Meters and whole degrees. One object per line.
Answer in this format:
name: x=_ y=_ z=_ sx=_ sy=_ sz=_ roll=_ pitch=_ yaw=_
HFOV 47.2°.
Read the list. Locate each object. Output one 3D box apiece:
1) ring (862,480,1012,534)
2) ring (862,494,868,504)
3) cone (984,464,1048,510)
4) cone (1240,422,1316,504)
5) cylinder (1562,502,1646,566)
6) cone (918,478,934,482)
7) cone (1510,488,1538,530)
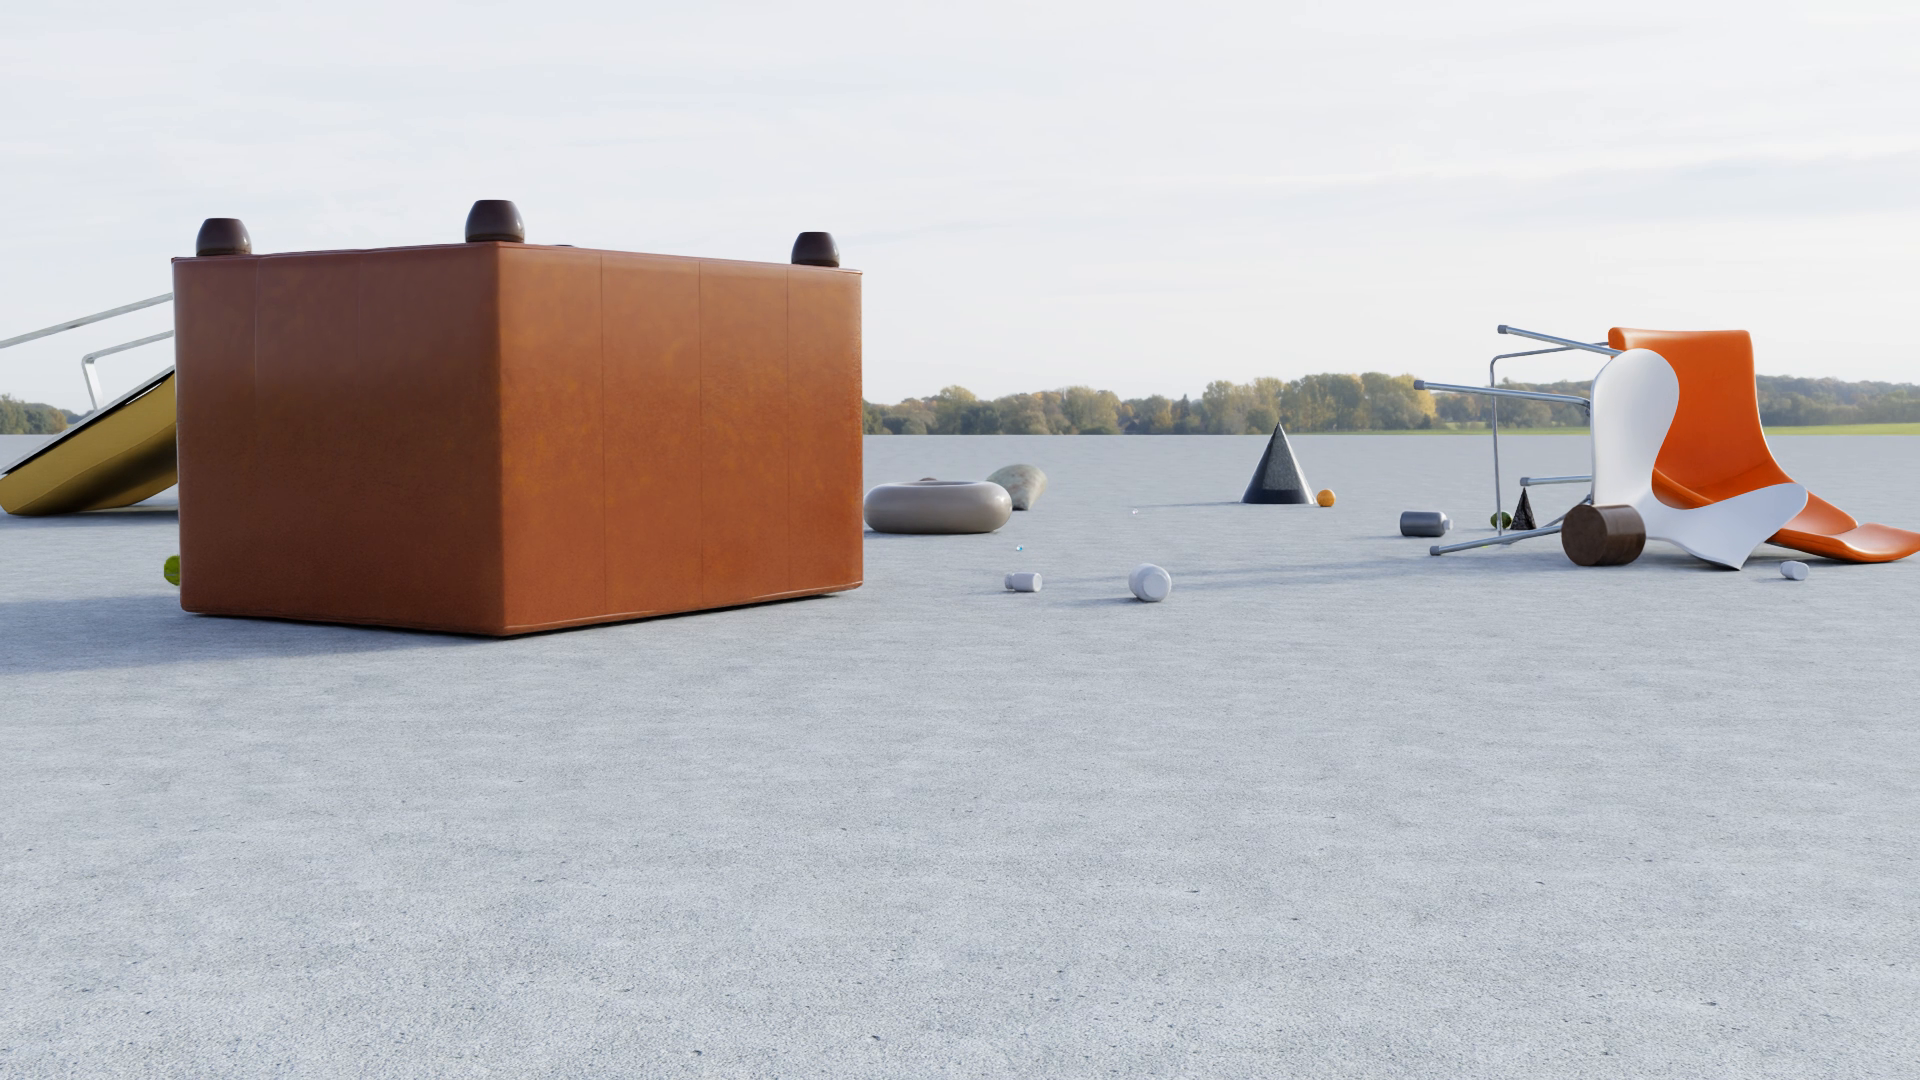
ring: x=-0.073 y=-0.102 z=6.933 sx=0.479 sy=0.154 sz=0.385 roll=-1 pitch=5 yaw=7
ring: x=-0.178 y=-0.141 z=8.138 sx=0.389 sy=0.066 sz=0.314 roll=-1 pitch=5 yaw=-24
cone: x=0.228 y=-0.153 z=8.165 sx=0.262 sy=0.200 sz=0.157 roll=-2 pitch=37 yaw=-21
cone: x=1.262 y=-0.311 z=8.719 sx=0.303 sy=0.323 sz=0.326 roll=2 pitch=4 yaw=28
cylinder: x=1.640 y=-0.014 z=5.606 sx=0.132 sy=0.158 sz=0.162 roll=-2 pitch=-1 yaw=-28
cone: x=-0.152 y=-0.121 z=7.825 sx=0.192 sy=0.140 sz=0.201 roll=7 pitch=-21 yaw=-37
cone: x=1.802 y=-0.104 z=7.027 sx=0.074 sy=0.142 sz=0.092 roll=-3 pitch=5 yaw=-39
